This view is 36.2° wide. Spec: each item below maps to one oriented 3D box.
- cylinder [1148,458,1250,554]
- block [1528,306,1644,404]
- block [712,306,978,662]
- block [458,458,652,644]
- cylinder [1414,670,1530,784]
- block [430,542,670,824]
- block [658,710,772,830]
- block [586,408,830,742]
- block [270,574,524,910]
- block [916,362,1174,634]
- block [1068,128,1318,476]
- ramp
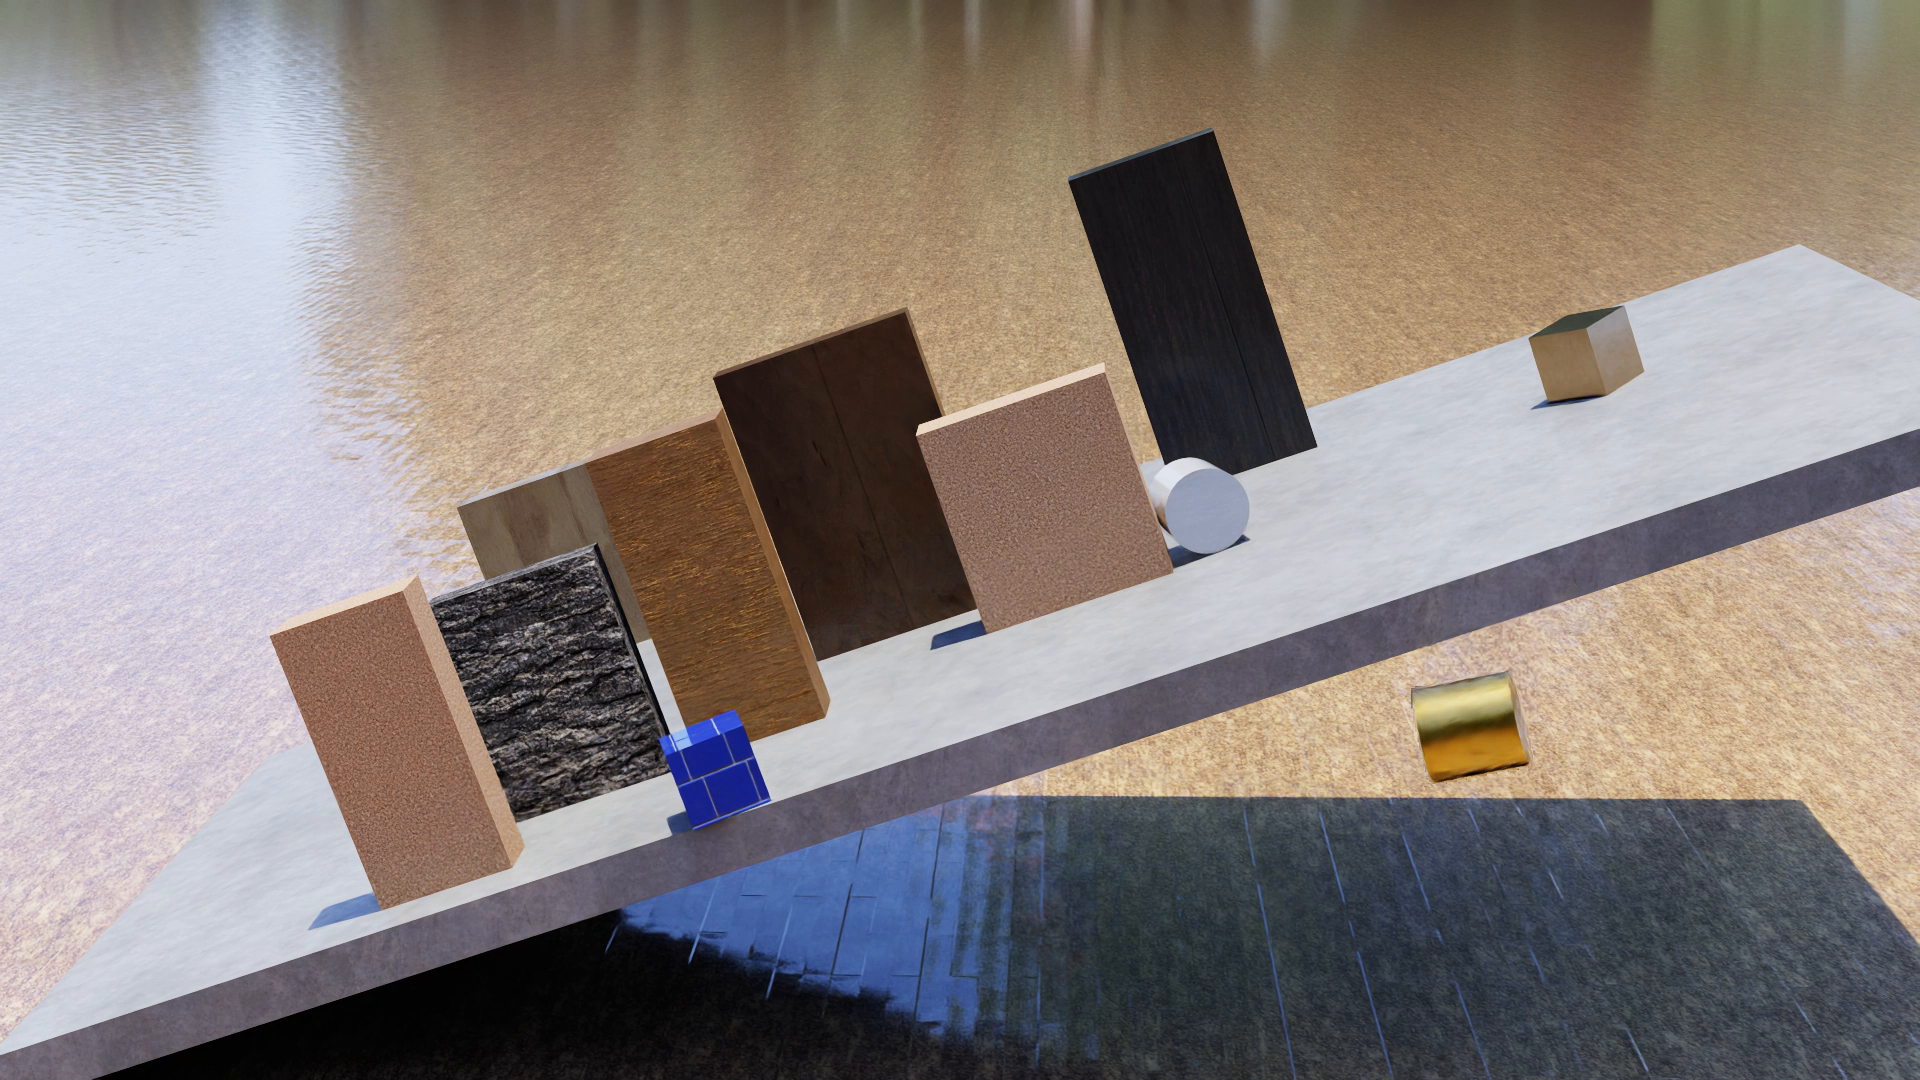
[{"bbox_3d":[0.495,-0.073,6.122,0.177,0.177,0.177,-2,9,-8],"label":"cylinder"},{"bbox_3d":[1.342,-0.397,6.303,0.152,0.152,0.152,-29,14,-40],"label":"block"},{"bbox_3d":[-0.210,-0.117,6.312,0.433,0.656,0.087,-18,11,6],"label":"block"},{"bbox_3d":[-0.954,0.058,7.256,0.419,0.463,0.098,-18,11,6],"label":"block"},{"bbox_3d":[0.871,0.318,5.004,0.163,0.163,0.163,-13,9,14],"label":"cylinder"},{"bbox_3d":[-0.811,0.288,5.863,0.354,0.472,0.086,-18,11,6],"label":"block"},{"bbox_3d":[-0.453,0.424,5.426,0.151,0.151,0.151,-21,11,-7],"label":"block"},{"bbox_3d":[-0.498,0.087,5.864,0.272,0.637,0.133,-18,11,6],"label":"block"},{"bbox_3d":[-1.063,0.385,5.578,0.269,0.568,0.132,-18,11,6],"label":"block"},{"bbox_3d":[0.176,-0.086,6.056,0.405,0.439,0.126,-18,11,6],"label":"block"},{"bbox_3d":[0.532,-0.521,6.715,0.344,0.759,0.106,-18,11,6],"label":"block"},{"bbox_3d":[0.110,0.179,6.302,4.000,0.100,2.000,-18,11,6],"label":"ramp"}]
